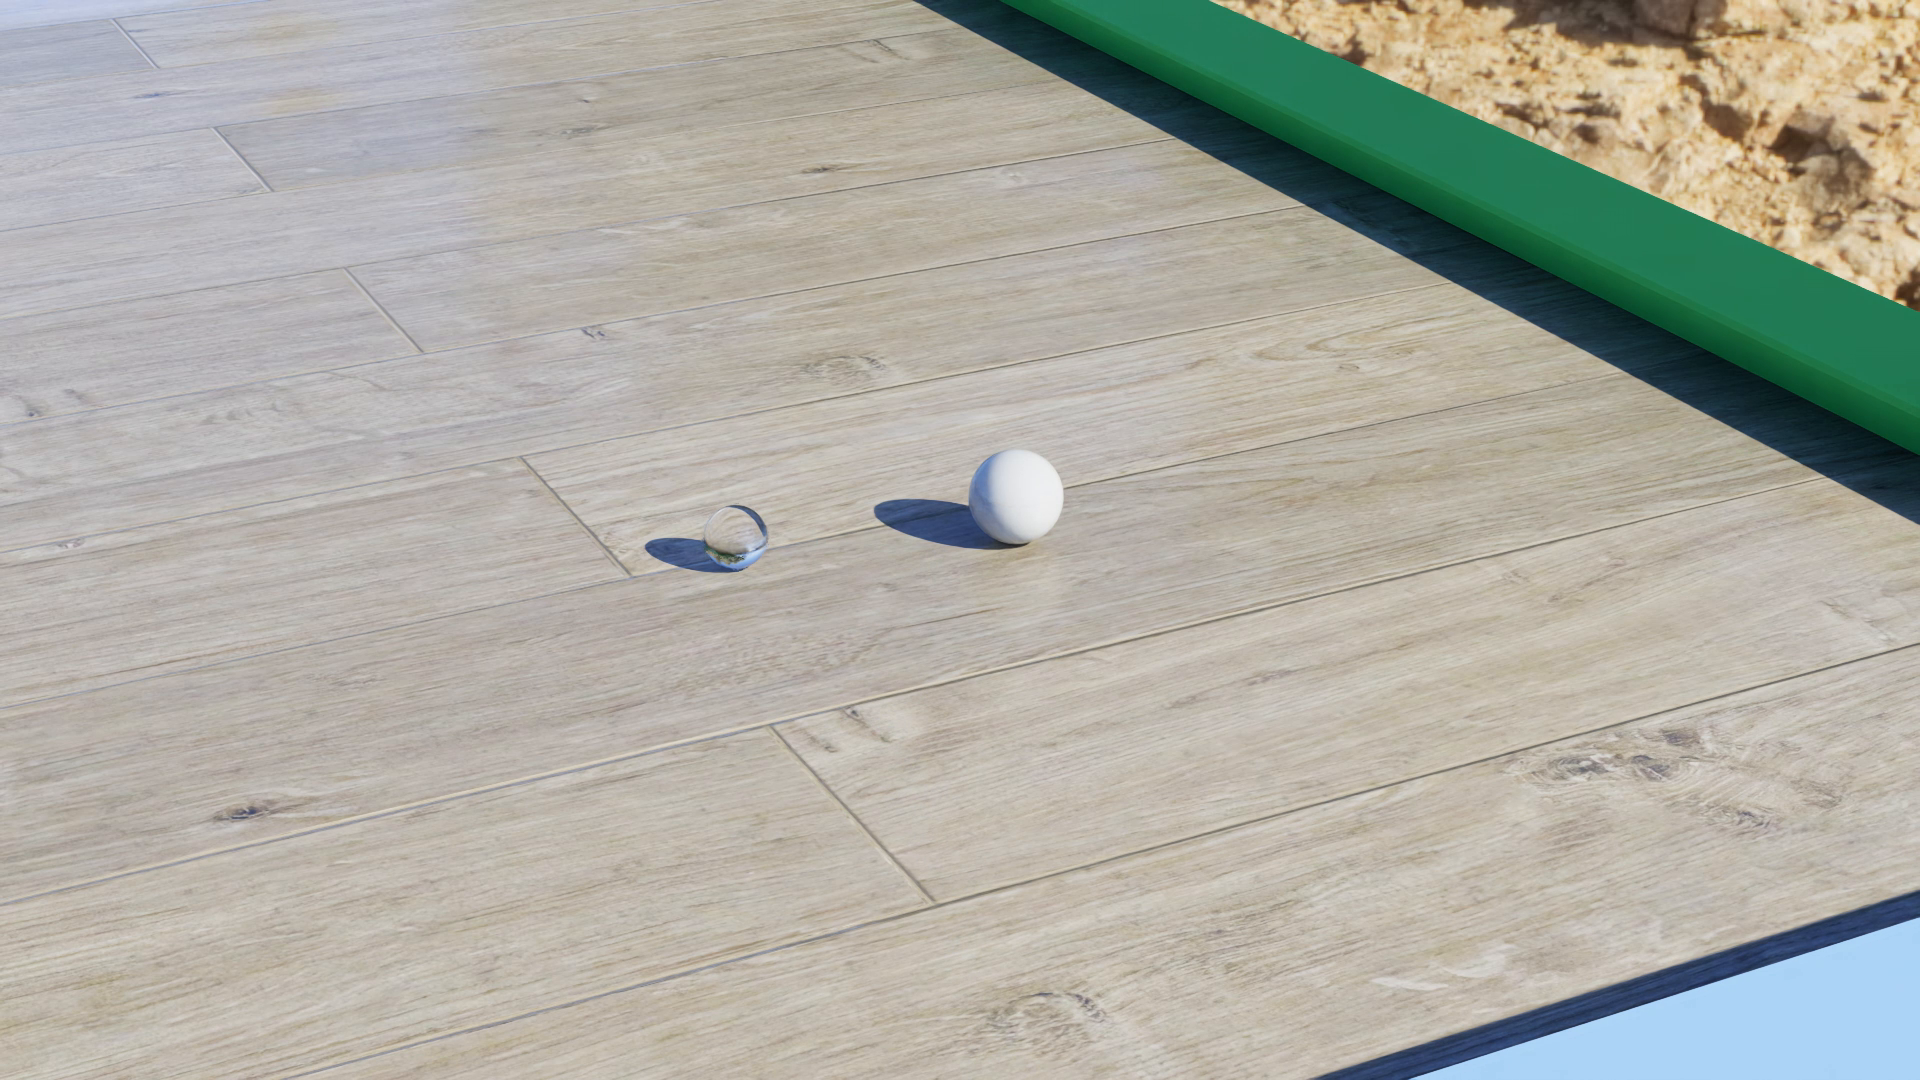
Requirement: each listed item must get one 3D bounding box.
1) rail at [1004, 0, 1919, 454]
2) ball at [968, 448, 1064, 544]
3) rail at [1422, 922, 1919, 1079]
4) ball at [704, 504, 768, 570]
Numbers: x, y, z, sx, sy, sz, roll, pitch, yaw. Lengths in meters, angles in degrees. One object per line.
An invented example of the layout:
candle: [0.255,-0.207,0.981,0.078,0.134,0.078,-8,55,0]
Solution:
rail: [0.331,-0.462,3.057,0.045,0.112,3.154,-12,27,-24]
ball: [0.041,-0.032,2.181,0.071,0.071,0.071,0,25,0]
rail: [0.343,0.267,1.486,1.580,0.112,0.045,-12,27,-24]
ball: [-0.164,-0.002,2.145,0.047,0.047,0.047,0,25,0]
